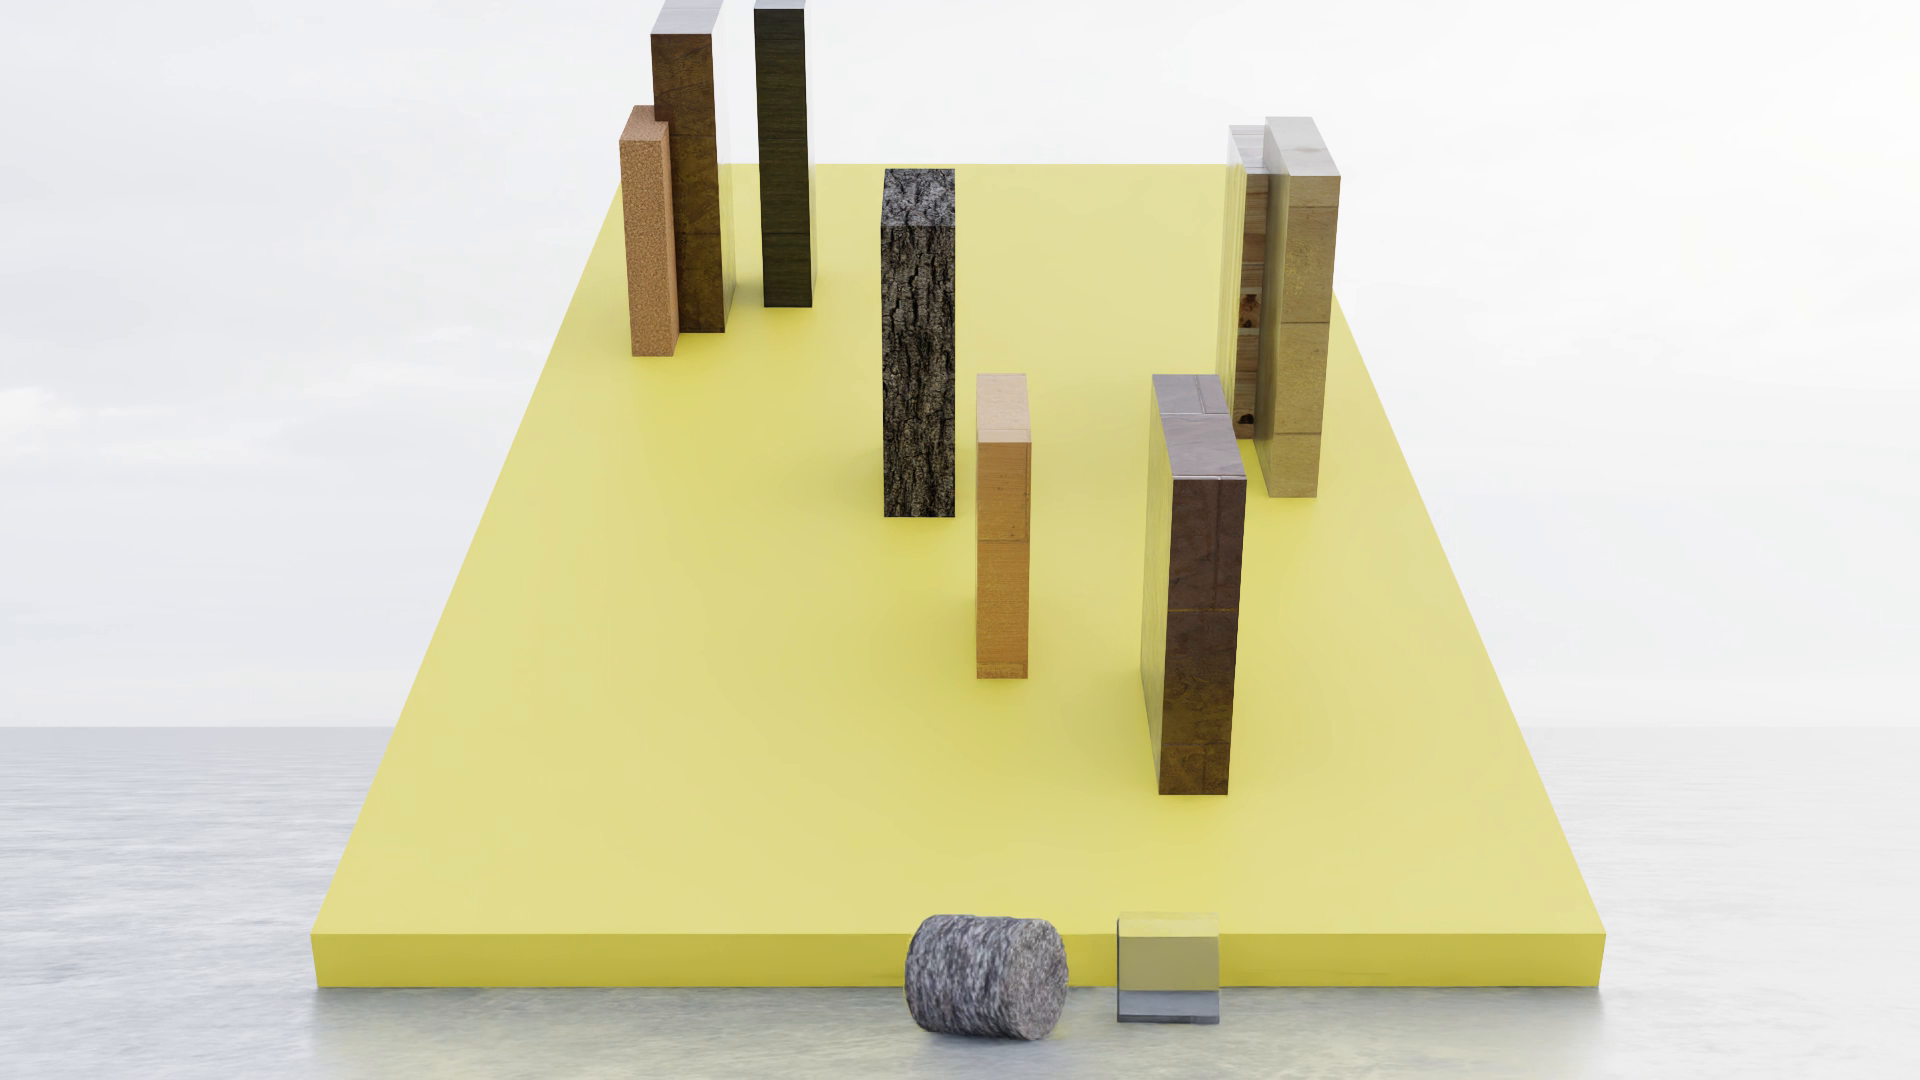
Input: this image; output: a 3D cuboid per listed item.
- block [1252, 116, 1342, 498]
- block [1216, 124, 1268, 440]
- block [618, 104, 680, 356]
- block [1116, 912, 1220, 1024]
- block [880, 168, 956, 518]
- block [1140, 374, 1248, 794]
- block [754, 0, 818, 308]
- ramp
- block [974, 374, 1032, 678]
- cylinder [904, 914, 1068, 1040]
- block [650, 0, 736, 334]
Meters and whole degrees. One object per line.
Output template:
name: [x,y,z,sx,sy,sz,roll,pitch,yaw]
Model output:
block: [0.715,-0.507,5.100,0.102,0.716,0.429,0,26,0]
block: [0.660,-0.590,5.375,0.089,0.623,0.372,0,26,0]
block: [-0.755,-0.762,5.807,0.100,0.545,0.306,0,26,0]
block: [0.293,0.598,3.310,0.140,0.140,0.140,0,-4,6]
block: [-0.085,-0.420,5.003,0.150,0.642,0.384,0,26,0]
block: [0.395,0.071,4.066,0.117,0.588,0.443,0,26,0]
block: [-0.444,-1.012,6.056,0.125,0.775,0.285,0,26,0]
ramp: [-0.010,-0.228,5.455,2.000,0.100,4.000,0,26,0]
block: [0.078,-0.029,4.394,0.094,0.476,0.323,0,26,0]
cylinder: [0.035,0.575,3.111,0.156,0.156,0.156,-3,-5,33]
block: [-0.665,-0.942,5.930,0.146,0.759,0.364,0,26,0]
